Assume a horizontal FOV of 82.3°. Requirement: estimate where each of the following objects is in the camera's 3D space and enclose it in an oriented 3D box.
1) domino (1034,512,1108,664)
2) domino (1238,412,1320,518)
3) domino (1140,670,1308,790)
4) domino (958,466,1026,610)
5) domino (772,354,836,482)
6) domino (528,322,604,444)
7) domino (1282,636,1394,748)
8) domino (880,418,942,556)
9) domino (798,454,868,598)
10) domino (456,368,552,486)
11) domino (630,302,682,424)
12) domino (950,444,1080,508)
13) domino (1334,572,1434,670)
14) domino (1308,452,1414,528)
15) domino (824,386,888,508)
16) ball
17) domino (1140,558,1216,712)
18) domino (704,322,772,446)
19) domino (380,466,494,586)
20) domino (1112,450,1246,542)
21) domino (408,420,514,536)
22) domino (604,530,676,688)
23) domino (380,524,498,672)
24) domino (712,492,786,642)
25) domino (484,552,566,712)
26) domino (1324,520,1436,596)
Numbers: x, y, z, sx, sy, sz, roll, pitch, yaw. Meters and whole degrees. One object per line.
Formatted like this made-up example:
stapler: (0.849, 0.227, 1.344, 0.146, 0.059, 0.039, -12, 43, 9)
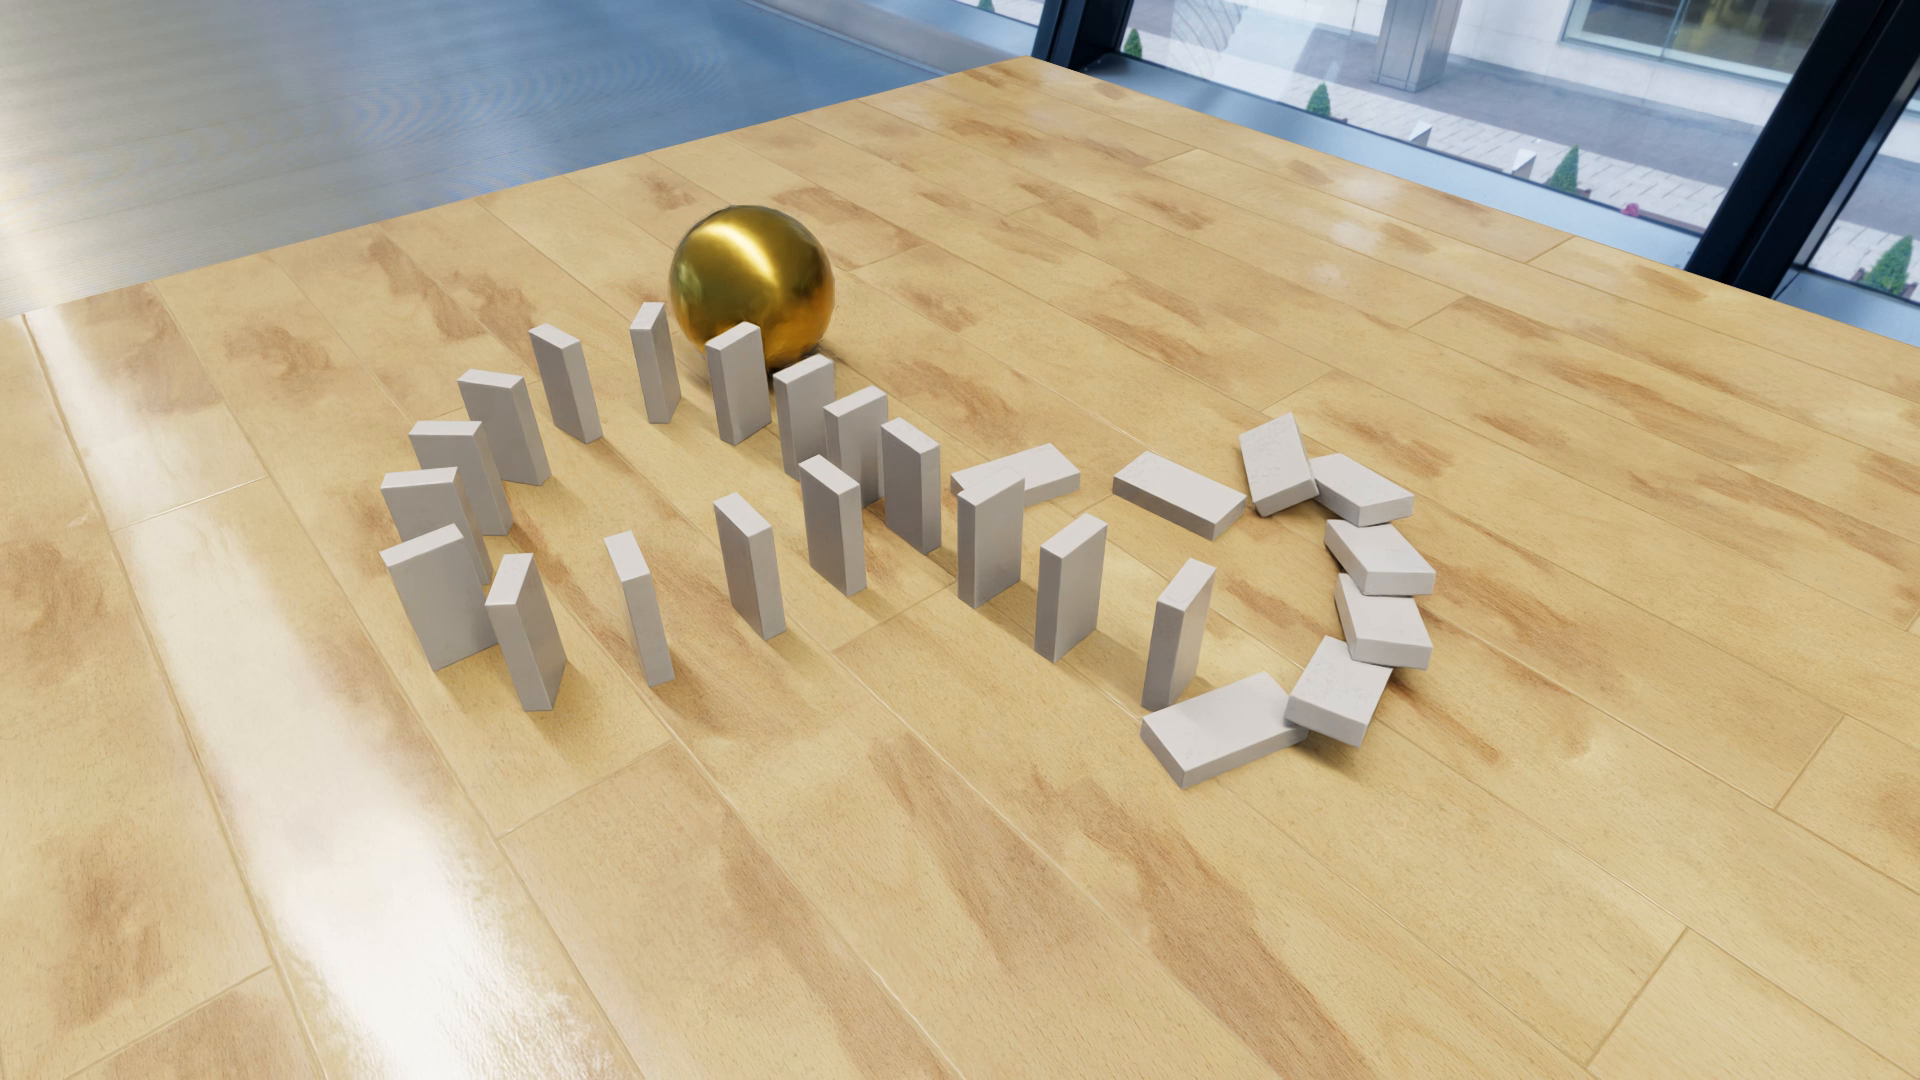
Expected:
domino: (0.039, 0.017, 0.390, 0.010, 0.050, 0.025, 30, 48, 32)
domino: (0.137, -0.033, 0.474, 0.025, 0.010, 0.050, -24, 33, 23)
domino: (0.088, 0.063, 0.367, 0.050, 0.009, 0.025, -16, 42, -19)
domino: (0.011, 0.000, 0.412, 0.025, 0.050, 0.009, -31, 48, -32)
domino: (-0.066, -0.053, 0.476, 0.009, 0.050, 0.025, 32, 49, 33)
domino: (-0.178, -0.070, 0.497, 0.025, 0.050, 0.010, 27, 47, 29)
domino: (0.129, 0.050, 0.372, 0.025, 0.010, 0.050, 20, 28, 24)
domino: (-0.019, -0.021, 0.437, 0.009, 0.050, 0.025, -28, 47, -30)
domino: (-0.048, -0.005, 0.417, 0.010, 0.050, 0.025, -29, 47, -31)
domino: (-0.194, -0.047, 0.469, 0.025, 0.050, 0.010, 9, 40, 11)
domino: (-0.141, -0.082, 0.512, 0.009, 0.050, 0.025, 1, 39, 2)
domino: (0.024, -0.025, 0.474, 0.050, 0.009, 0.025, -18, 43, -21)
domino: (0.153, 0.029, 0.399, 0.025, 0.009, 0.050, 7, 26, 8)
domino: (0.163, -0.022, 0.461, 0.025, 0.009, 0.050, -11, 27, -14)
domino: (-0.042, -0.037, 0.456, 0.025, 0.050, 0.009, -30, 48, -31)
ball: (-0.101, -0.122, 0.537, 0.080, 0.080, 0.080, 0, 39, 0)
domino: (0.073, 0.033, 0.371, 0.009, 0.050, 0.025, 23, 45, 25)
domino: (-0.100, -0.070, 0.497, 0.010, 0.050, 0.025, 24, 45, 26)
domino: (-0.197, -0.003, 0.416, 0.025, 0.050, 0.010, -6, 40, -7)
domino: (0.093, -0.019, 0.467, 0.050, 0.009, 0.025, 29, 47, 31)
domino: (-0.199, -0.024, 0.441, 0.025, 0.050, 0.009, 1, 39, 1)
domino: (-0.111, 0.024, 0.382, 0.010, 0.050, 0.025, -18, 43, -21)
domino: (-0.181, 0.021, 0.386, 0.025, 0.050, 0.010, -27, 46, -29)
domino: (-0.076, 0.010, 0.399, 0.009, 0.050, 0.025, -26, 46, -29)
domino: (-0.146, 0.032, 0.373, 0.010, 0.050, 0.025, -3, 39, -3)
domino: (0.161, 0.006, 0.425, 0.025, 0.009, 0.050, 1, 23, 0)
